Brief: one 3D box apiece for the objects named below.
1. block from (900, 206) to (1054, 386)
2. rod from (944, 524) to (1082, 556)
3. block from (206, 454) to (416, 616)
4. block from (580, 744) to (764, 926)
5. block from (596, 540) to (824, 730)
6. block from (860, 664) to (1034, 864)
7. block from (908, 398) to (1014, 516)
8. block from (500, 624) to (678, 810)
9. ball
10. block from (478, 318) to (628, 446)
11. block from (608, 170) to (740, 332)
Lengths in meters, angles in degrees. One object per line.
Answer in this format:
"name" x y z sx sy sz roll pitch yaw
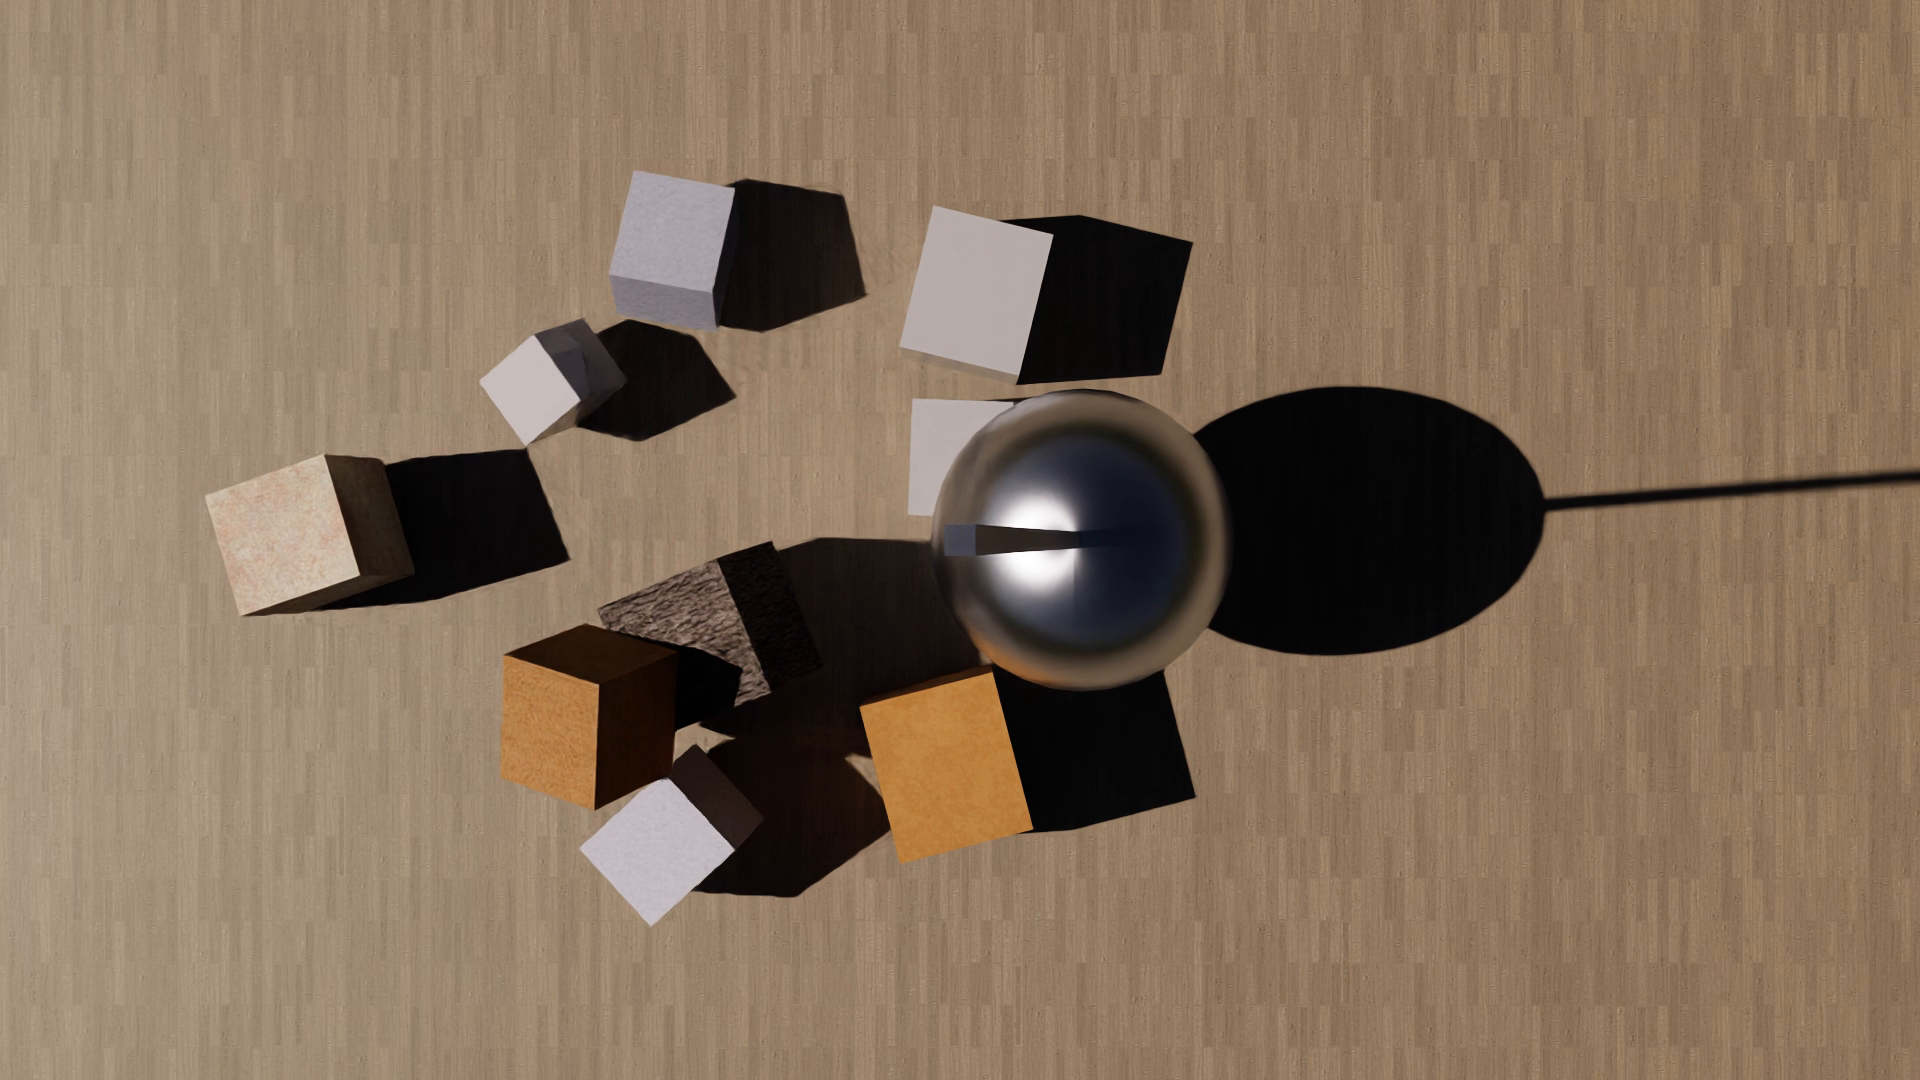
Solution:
"block" 0.091 -1.389 12.623 0.687 0.754 0.808 14 90 0
"rod" 0.279 0.000 8.207 0.080 5.200 0.080 0 90 6
"block" -3.697 -0.025 12.559 0.752 0.721 0.706 -18 87 10
"block" -1.640 1.680 12.598 0.677 0.679 0.598 -43 90 12
"block" -1.404 0.558 12.484 0.783 0.832 0.791 -22 90 18
"block" -0.075 1.257 12.564 0.759 0.873 0.895 -15 90 0
"block" 0.005 -0.459 12.695 0.572 0.610 0.656 2 90 0
"block" -2.010 0.947 11.939 0.651 0.672 0.713 14 109 28
"ball" 0.643 0.000 11.587 1.600 1.600 1.600 0 90 0
"block" -2.330 -0.912 12.645 0.474 0.560 0.454 -35 90 25
"block" -1.632 -1.652 12.635 0.586 0.547 0.662 10 71 0
